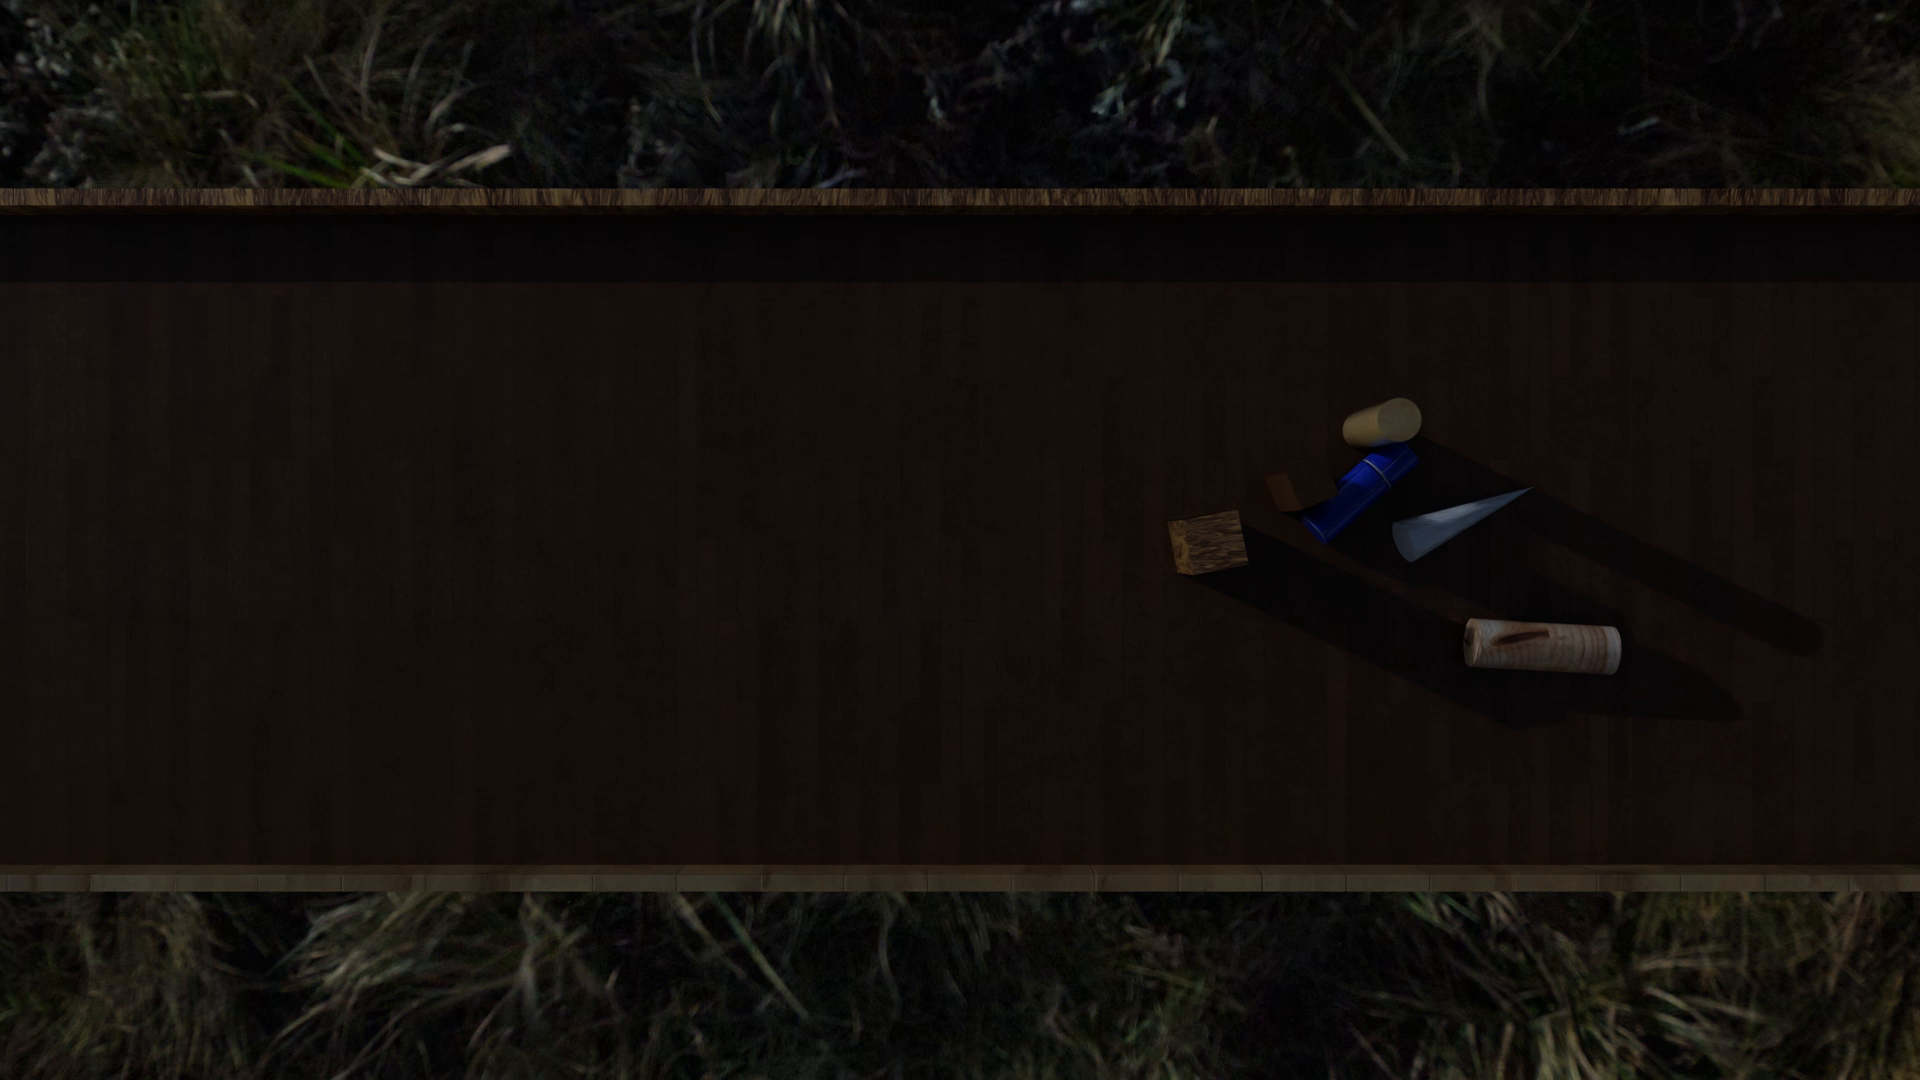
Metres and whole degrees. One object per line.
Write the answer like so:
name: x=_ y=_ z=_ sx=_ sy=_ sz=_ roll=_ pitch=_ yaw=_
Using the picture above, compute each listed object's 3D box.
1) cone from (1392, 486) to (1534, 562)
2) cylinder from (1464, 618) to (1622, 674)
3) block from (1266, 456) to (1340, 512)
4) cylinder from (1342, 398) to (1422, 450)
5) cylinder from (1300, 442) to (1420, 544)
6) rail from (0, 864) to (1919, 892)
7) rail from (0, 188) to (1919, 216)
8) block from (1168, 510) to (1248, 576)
cone: x=1.558 y=-0.080 z=5.044 sx=0.459 sy=0.133 sz=0.133 roll=-22 pitch=90 yaw=-8
cylinder: x=1.763 y=0.323 z=5.003 sx=0.427 sy=0.148 sz=0.148 roll=3 pitch=90 yaw=0
block: x=1.014 y=-0.162 z=4.907 sx=0.117 sy=0.338 sz=0.117 roll=-23 pitch=90 yaw=0
cylinder: x=1.234 y=-0.337 z=4.846 sx=0.124 sy=0.459 sz=0.124 roll=0 pitch=90 yaw=1
cylinder: x=1.213 y=-0.153 z=5.016 sx=0.373 sy=0.121 sz=0.121 roll=-41 pitch=90 yaw=0
rail: x=-2.247 y=1.025 z=5.001 sx=12.000 sy=0.150 sz=0.050 roll=0 pitch=90 yaw=0
rail: x=-2.247 y=-1.025 z=5.002 sx=12.000 sy=0.150 sz=0.050 roll=0 pitch=90 yaw=0
block: x=0.733 y=0.007 z=4.900 sx=0.160 sy=0.354 sz=0.160 roll=-11 pitch=90 yaw=0
